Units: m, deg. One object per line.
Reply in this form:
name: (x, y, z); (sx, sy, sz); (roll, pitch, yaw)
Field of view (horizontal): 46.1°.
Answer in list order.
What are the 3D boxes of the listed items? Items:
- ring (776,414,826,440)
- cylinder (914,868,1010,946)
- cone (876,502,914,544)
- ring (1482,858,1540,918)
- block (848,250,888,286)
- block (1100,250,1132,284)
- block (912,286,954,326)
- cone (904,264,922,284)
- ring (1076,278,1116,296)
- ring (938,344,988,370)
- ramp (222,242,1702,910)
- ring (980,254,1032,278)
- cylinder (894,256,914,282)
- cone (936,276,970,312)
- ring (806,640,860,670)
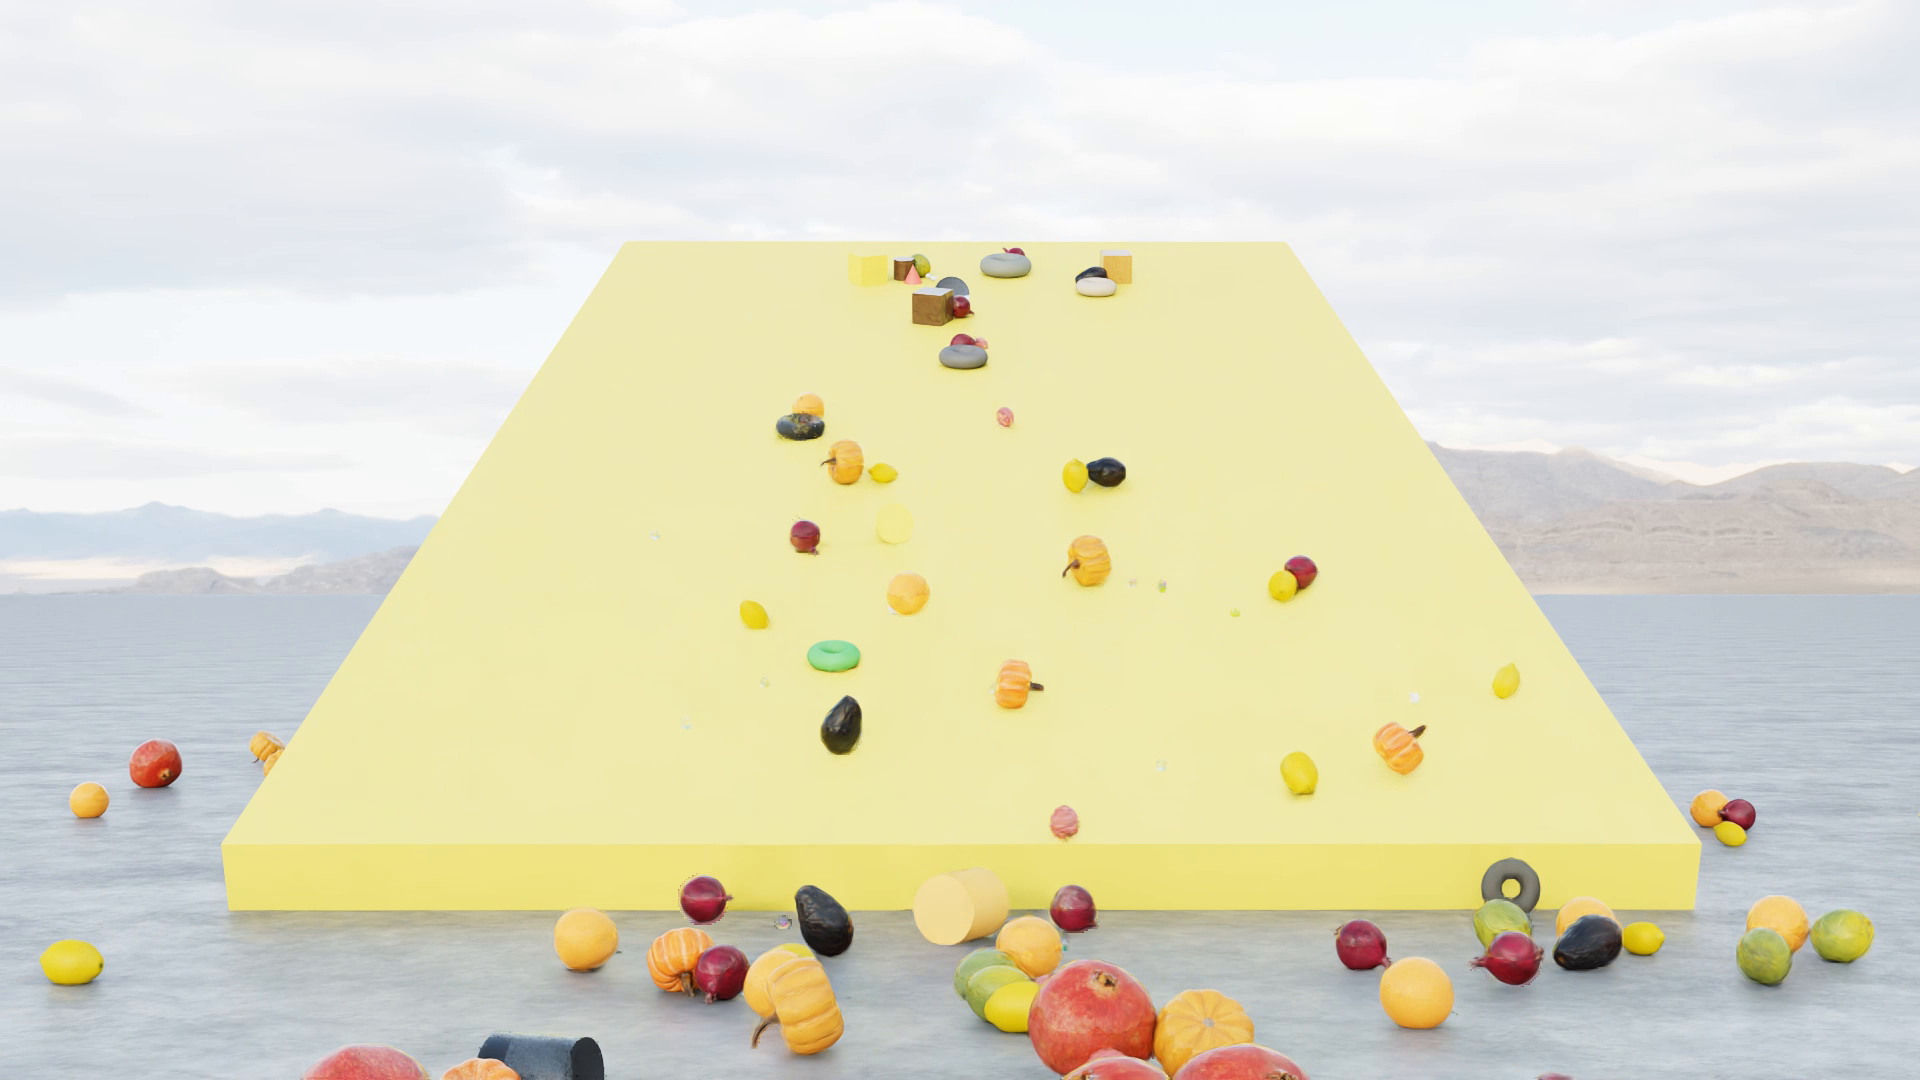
ring: (-0.345, -0.244, 4.871); (0.109, 0.036, 0.109); (2, 22, -1)
cylinder: (0.002, 0.456, 2.810); (0.087, 0.087, 0.087); (-1, -1, 31)
cone: (-0.139, -0.025, 4.242); (0.080, 0.080, 0.080); (1, -9, -27)
ring: (0.734, 0.464, 3.005); (0.080, 0.080, 0.027); (0, -2, -3)
block: (-0.256, -0.758, 6.280); (0.081, 0.081, 0.081); (-10, 22, -27)
block: (0.434, -0.763, 6.298); (0.080, 0.080, 0.080); (-1, 19, -4)
block: (-0.071, -0.605, 5.840); (0.081, 0.081, 0.081); (8, 21, 21)
cone: (-0.131, -0.742, 6.277); (0.052, 0.052, 0.052); (0, 19, 0)
ring: (0.372, -0.690, 6.156); (0.113, 0.038, 0.113); (1, 18, 0)
ring: (0.008, -0.441, 5.434); (0.120, 0.040, 0.120); (1, 19, 0)
ramp: (-0.004, -0.199, 4.950); (2.000, 0.100, 4.000); (0, 19, 0)
ring: (0.130, -0.777, 6.387); (0.147, 0.049, 0.147); (1, 20, 0)
cylinder: (-0.158, -0.761, 6.323); (0.057, 0.057, 0.057); (0, 19, 0)
cone: (-0.027, -0.645, 6.015); (0.095, 0.095, 0.095); (0, -8, -7)
ring: (-0.204, 0.187, 3.645); (0.087, 0.029, 0.087); (1, 20, 0)
